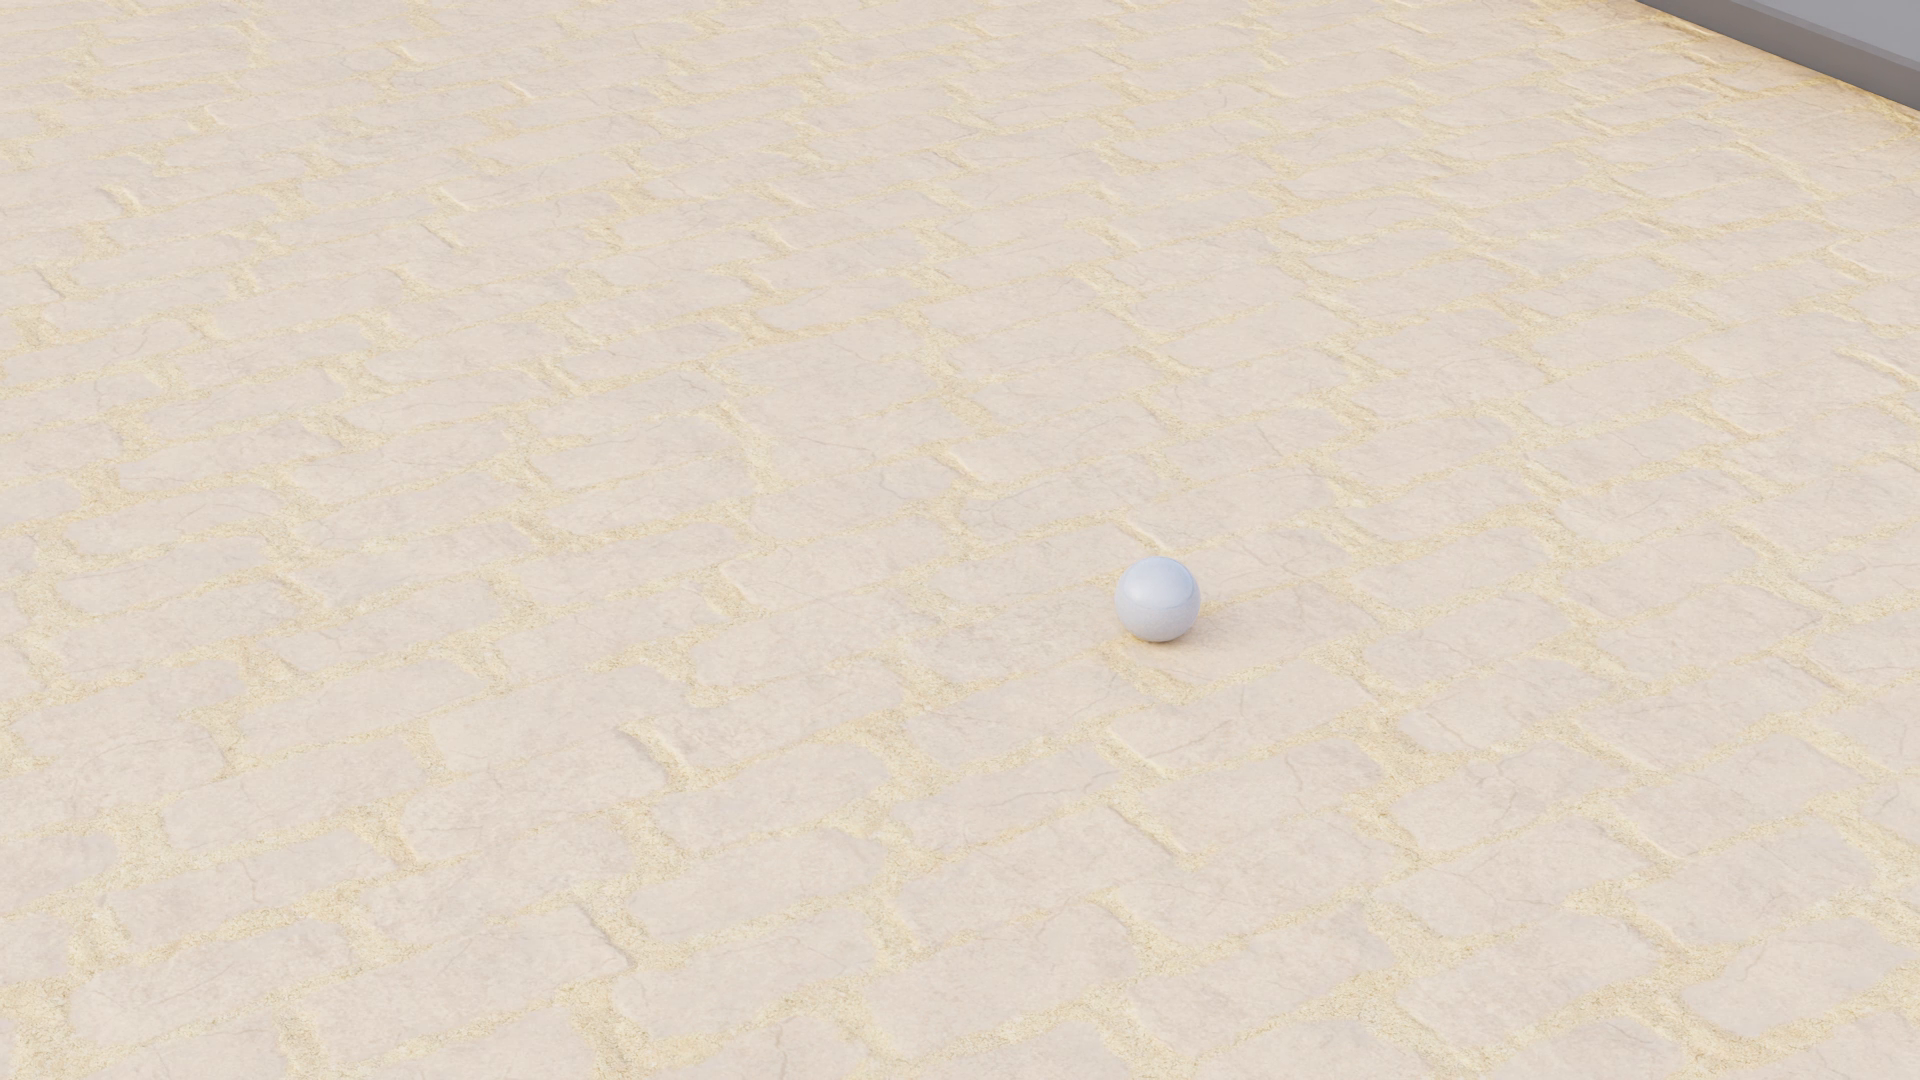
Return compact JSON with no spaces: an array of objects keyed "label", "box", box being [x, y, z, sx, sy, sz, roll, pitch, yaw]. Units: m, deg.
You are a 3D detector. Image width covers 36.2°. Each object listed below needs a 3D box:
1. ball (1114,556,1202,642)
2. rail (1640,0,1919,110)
[{"label":"ball","box":[0.122,0.036,1.809,0.053,0.053,0.053,0,29,0]},{"label":"rail","box":[0.409,-0.766,3.216,0.045,0.114,4.411,-16,33,-27]}]
